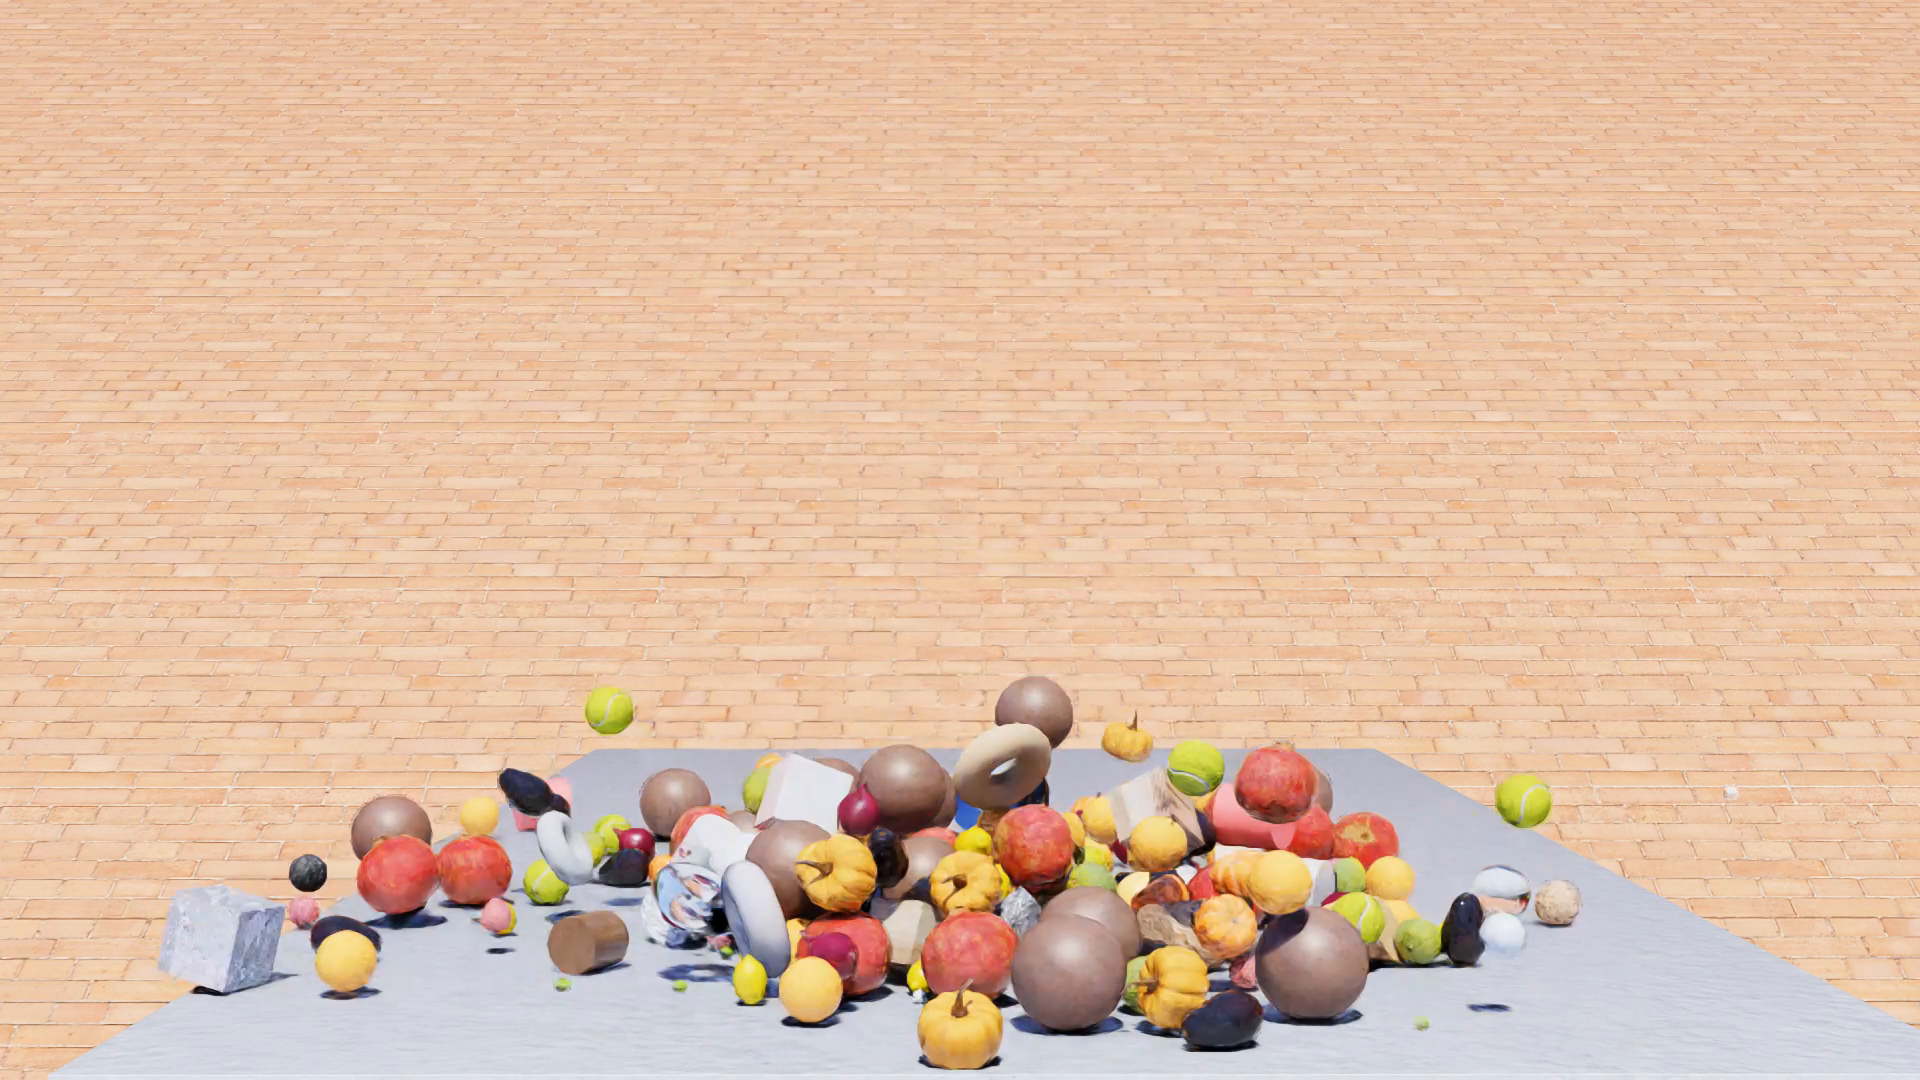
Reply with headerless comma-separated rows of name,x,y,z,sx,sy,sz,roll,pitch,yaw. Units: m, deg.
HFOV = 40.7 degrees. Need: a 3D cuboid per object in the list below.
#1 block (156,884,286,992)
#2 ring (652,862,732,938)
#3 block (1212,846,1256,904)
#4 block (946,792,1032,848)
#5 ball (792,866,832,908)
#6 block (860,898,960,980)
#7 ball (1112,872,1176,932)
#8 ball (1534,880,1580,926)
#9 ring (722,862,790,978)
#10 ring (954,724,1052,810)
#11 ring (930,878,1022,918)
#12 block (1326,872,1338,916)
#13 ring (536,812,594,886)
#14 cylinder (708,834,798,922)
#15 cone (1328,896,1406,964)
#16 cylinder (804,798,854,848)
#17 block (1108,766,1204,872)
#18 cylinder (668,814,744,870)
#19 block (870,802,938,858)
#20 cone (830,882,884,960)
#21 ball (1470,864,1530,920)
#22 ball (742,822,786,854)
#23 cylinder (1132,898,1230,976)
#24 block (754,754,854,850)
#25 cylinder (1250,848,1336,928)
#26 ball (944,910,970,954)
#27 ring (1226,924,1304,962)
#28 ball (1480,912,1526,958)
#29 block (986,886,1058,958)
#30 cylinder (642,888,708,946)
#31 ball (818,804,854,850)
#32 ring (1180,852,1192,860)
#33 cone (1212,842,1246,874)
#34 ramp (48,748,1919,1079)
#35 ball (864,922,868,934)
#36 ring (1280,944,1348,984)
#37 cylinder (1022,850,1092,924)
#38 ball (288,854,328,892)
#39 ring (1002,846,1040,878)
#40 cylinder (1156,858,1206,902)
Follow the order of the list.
block,-0.899,0.484,3.149,0.098,0.098,0.098,14,2,18
ring,-0.323,0.443,3.187,0.123,0.041,0.123,27,18,-10
block,0.394,0.480,3.712,0.057,0.057,0.057,3,50,3
block,0.050,0.454,4.444,0.091,0.091,0.091,-34,76,-32
ball,-0.219,0.512,3.814,0.062,0.062,0.062,0,30,0
block,-0.062,0.493,3.197,0.079,0.079,0.079,-1,67,38
ball,0.254,0.501,3.569,0.087,0.087,0.087,0,30,0
ball,0.841,0.512,3.642,0.063,0.063,0.063,0,30,0
ring,-0.245,0.455,3.103,0.049,0.146,0.146,-18,34,-17
ring,0.060,0.318,3.627,0.149,0.149,0.050,-13,46,-22
ring,0.027,0.519,3.747,0.139,0.046,0.139,-5,-2,0
block,0.507,0.513,3.753,0.060,0.060,0.060,0,0,39
ring,-0.557,0.435,3.650,0.038,0.115,0.115,-30,29,8
cylinder,-0.274,0.455,3.417,0.097,0.097,0.097,-10,54,-17
cone,0.512,0.518,3.331,0.091,0.091,0.091,-28,20,24
cylinder,-0.232,0.497,4.550,0.085,0.085,0.085,0,30,0
block,0.282,0.402,3.728,0.091,0.091,0.091,-30,43,16
cylinder,-0.378,0.476,3.879,0.090,0.090,0.090,26,28,-15
block,-0.096,0.500,4.464,0.084,0.084,0.084,0,0,-36
cone,-0.112,0.488,3.344,0.096,0.096,0.096,11,1,0
ball,0.765,0.501,3.664,0.084,0.084,0.084,0,30,0
ball,-0.328,0.505,4.318,0.075,0.075,0.075,0,30,0
cylinder,0.279,0.500,3.260,0.089,0.089,0.089,0,25,-34
block,-0.215,0.359,3.546,0.092,0.092,0.092,22,68,-14
cylinder,0.471,0.495,3.662,0.092,0.092,0.092,16,33,25
ball,-0.016,0.511,3.371,0.058,0.058,0.058,0,30,0
ring,0.385,0.523,3.357,0.121,0.040,0.121,-3,-3,0
ball,0.619,0.451,2.949,0.053,0.053,0.053,0,30,0
block,0.077,0.472,3.191,0.054,0.054,0.054,-37,21,-7
cylinder,-0.370,0.500,3.511,0.088,0.088,0.088,16,7,25
ball,-0.193,0.400,3.681,0.081,0.081,0.081,0,30,0
ring,0.331,0.481,4.054,0.075,0.075,0.025,30,76,41
cone,0.449,0.525,4.063,0.078,0.078,0.078,-12,32,-20
ramp,0.066,0.591,4.644,2.000,0.100,4.000,0,0,0
ball,-0.095,0.497,3.287,0.052,0.052,0.052,0,30,0
ring,0.434,0.519,3.167,0.087,0.087,0.029,14,76,24
cylinder,0.130,0.465,3.465,0.073,0.073,0.073,-9,23,-16
ball,-1.157,0.592,4.592,0.068,0.068,0.068,0,30,0
ring,0.095,0.445,3.556,0.078,0.026,0.078,16,16,-5
cylinder,0.318,0.501,3.723,0.062,0.062,0.062,-3,28,-5
